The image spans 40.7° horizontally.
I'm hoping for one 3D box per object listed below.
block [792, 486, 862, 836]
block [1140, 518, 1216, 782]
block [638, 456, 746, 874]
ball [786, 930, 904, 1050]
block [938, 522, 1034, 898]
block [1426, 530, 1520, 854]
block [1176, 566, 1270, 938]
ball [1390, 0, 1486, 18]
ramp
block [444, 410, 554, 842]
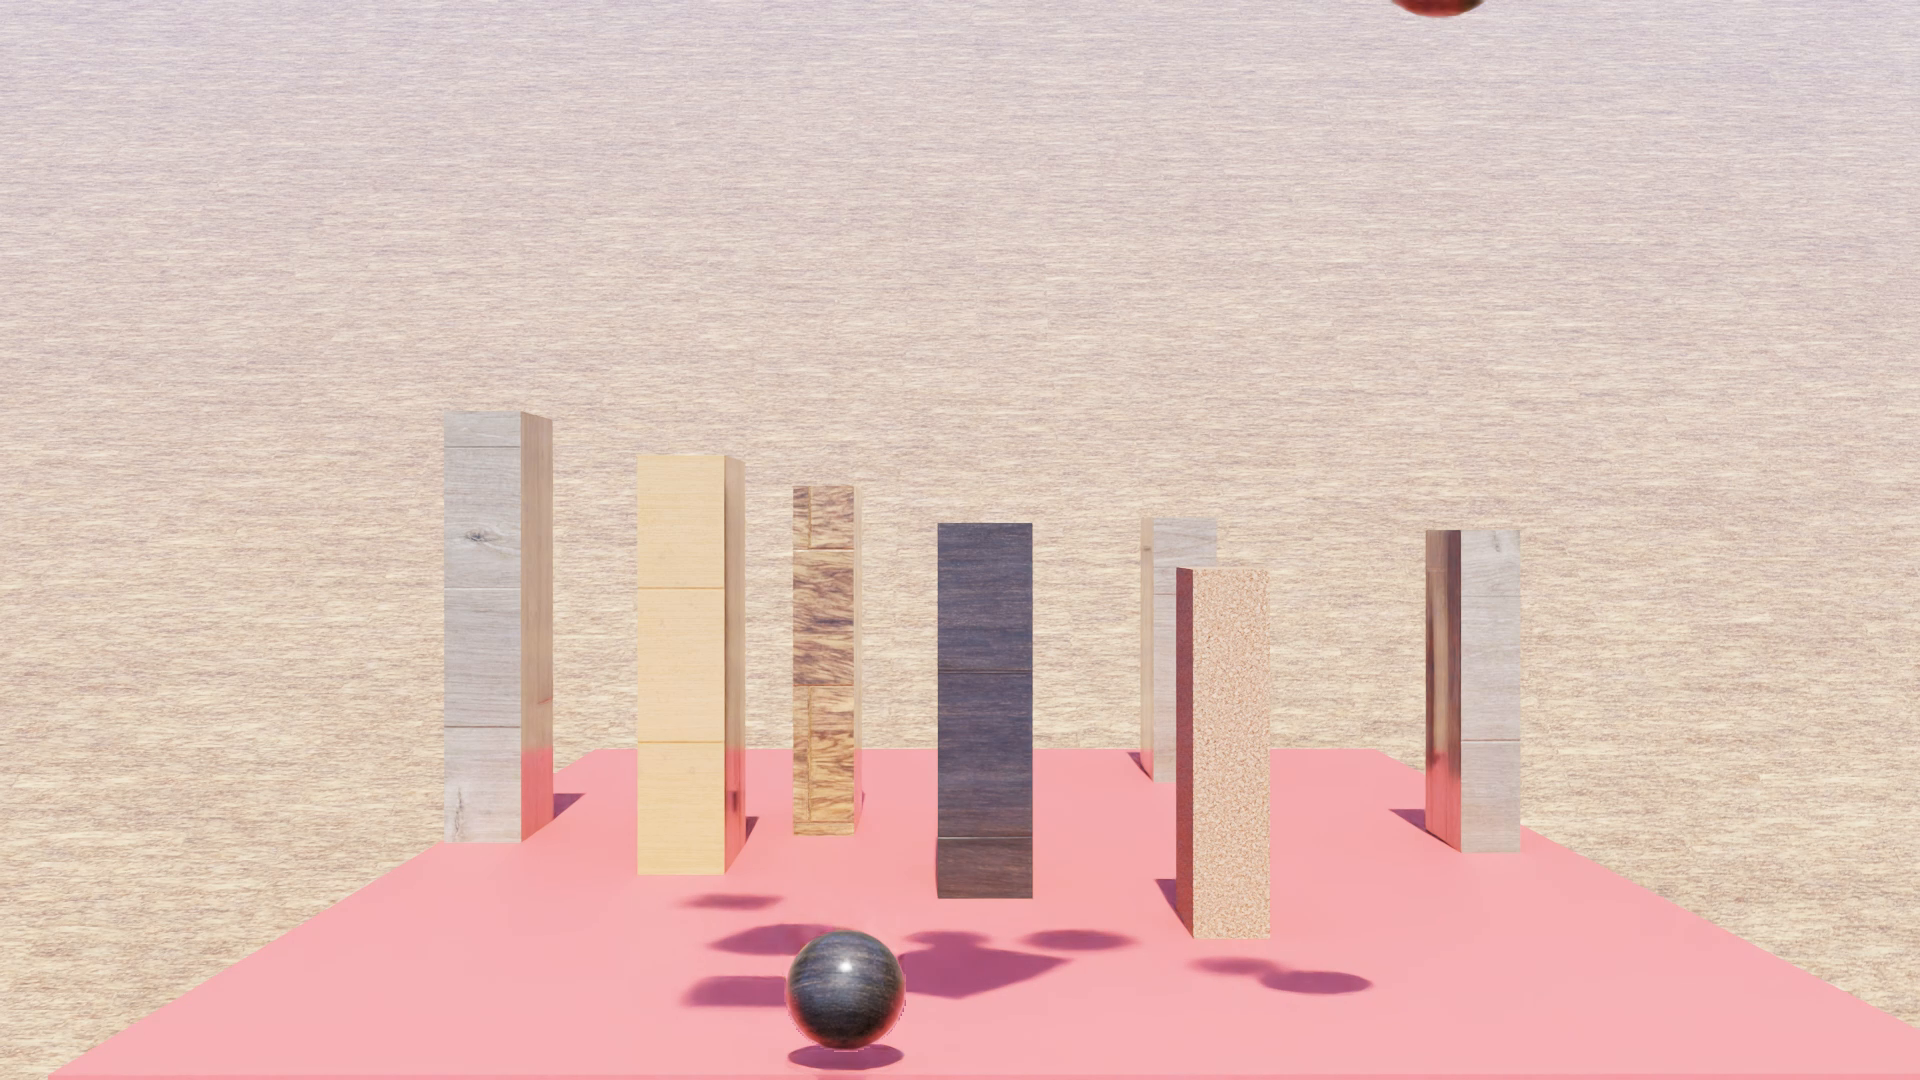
[{"bbox_3d":[-0.250,0.221,4.926,0.111,0.641,0.397,0,0,0],"label":"block"},{"bbox_3d":[0.500,0.243,5.949,0.141,0.589,0.411,0,0,0],"label":"block"},{"bbox_3d":[-0.453,0.202,4.400,0.141,0.681,0.413,0,0,0],"label":"block"},{"bbox_3d":[-0.119,0.467,2.687,0.123,0.123,0.123,0,30,0],"label":"ball"},{"bbox_3d":[0.038,0.258,4.127,0.145,0.570,0.425,0,0,0],"label":"block"},{"bbox_3d":[0.918,0.261,4.644,0.102,0.559,0.342,0,0,0],"label":"block"},{"bbox_3d":[0.370,0.292,3.666,0.105,0.504,0.276,0,0,0],"label":"block"},{"bbox_3d":[0.453,-0.565,2.442,0.142,0.142,0.142,0,30,0],"label":"ball"},{"bbox_3d":[0.066,0.591,4.645,2.000,0.100,4.000,0,0,0],"label":"ramp"},{"bbox_3d":[-0.855,0.155,4.812,0.138,0.773,0.366,0,0,0],"label":"block"}]
